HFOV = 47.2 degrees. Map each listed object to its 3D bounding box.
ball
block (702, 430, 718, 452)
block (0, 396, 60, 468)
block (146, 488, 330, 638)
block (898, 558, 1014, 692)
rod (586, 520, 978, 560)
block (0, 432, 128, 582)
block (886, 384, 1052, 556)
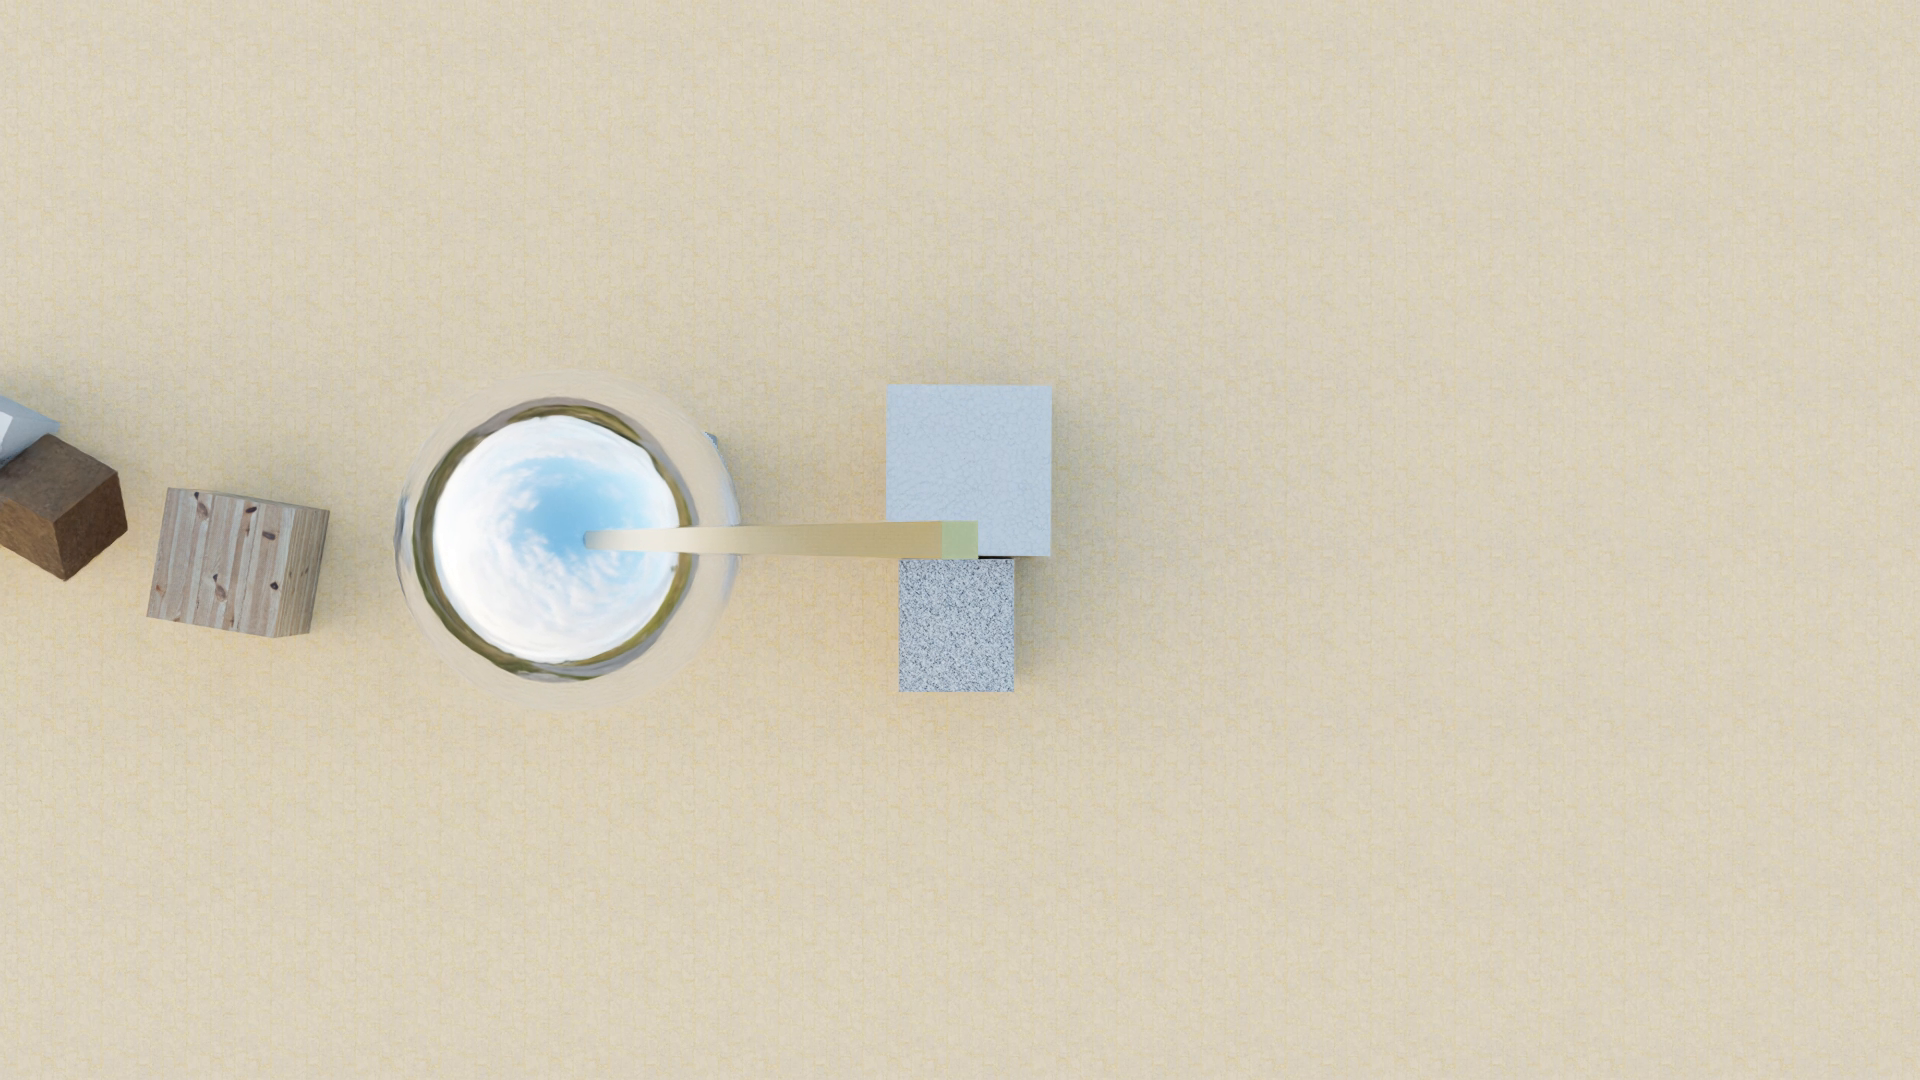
[{"bbox_3d":[-1.821,0.000,10.269,1.600,1.600,1.600,0,90,0],"label":"ball"},{"bbox_3d":[-1.833,-0.175,12.564,0.859,0.872,0.806,-5,90,0],"label":"block"},{"bbox_3d":[-5.766,-0.506,12.669,0.663,0.662,0.717,25,90,0],"label":"block"},{"bbox_3d":[-4.141,0.128,12.659,0.724,0.682,0.736,10,90,0],"label":"block"},{"bbox_3d":[-0.020,0.479,12.654,0.645,0.692,0.744,0,90,0],"label":"block"},{"bbox_3d":[-0.789,0.000,7.030,0.080,5.200,0.080,0,90,-18],"label":"rod"},{"bbox_3d":[-5.175,-0.190,12.598,0.512,0.503,0.496,27,49,13],"label":"block"},{"bbox_3d":[0.048,-0.388,12.616,0.916,0.768,0.947,0,90,0],"label":"block"}]
